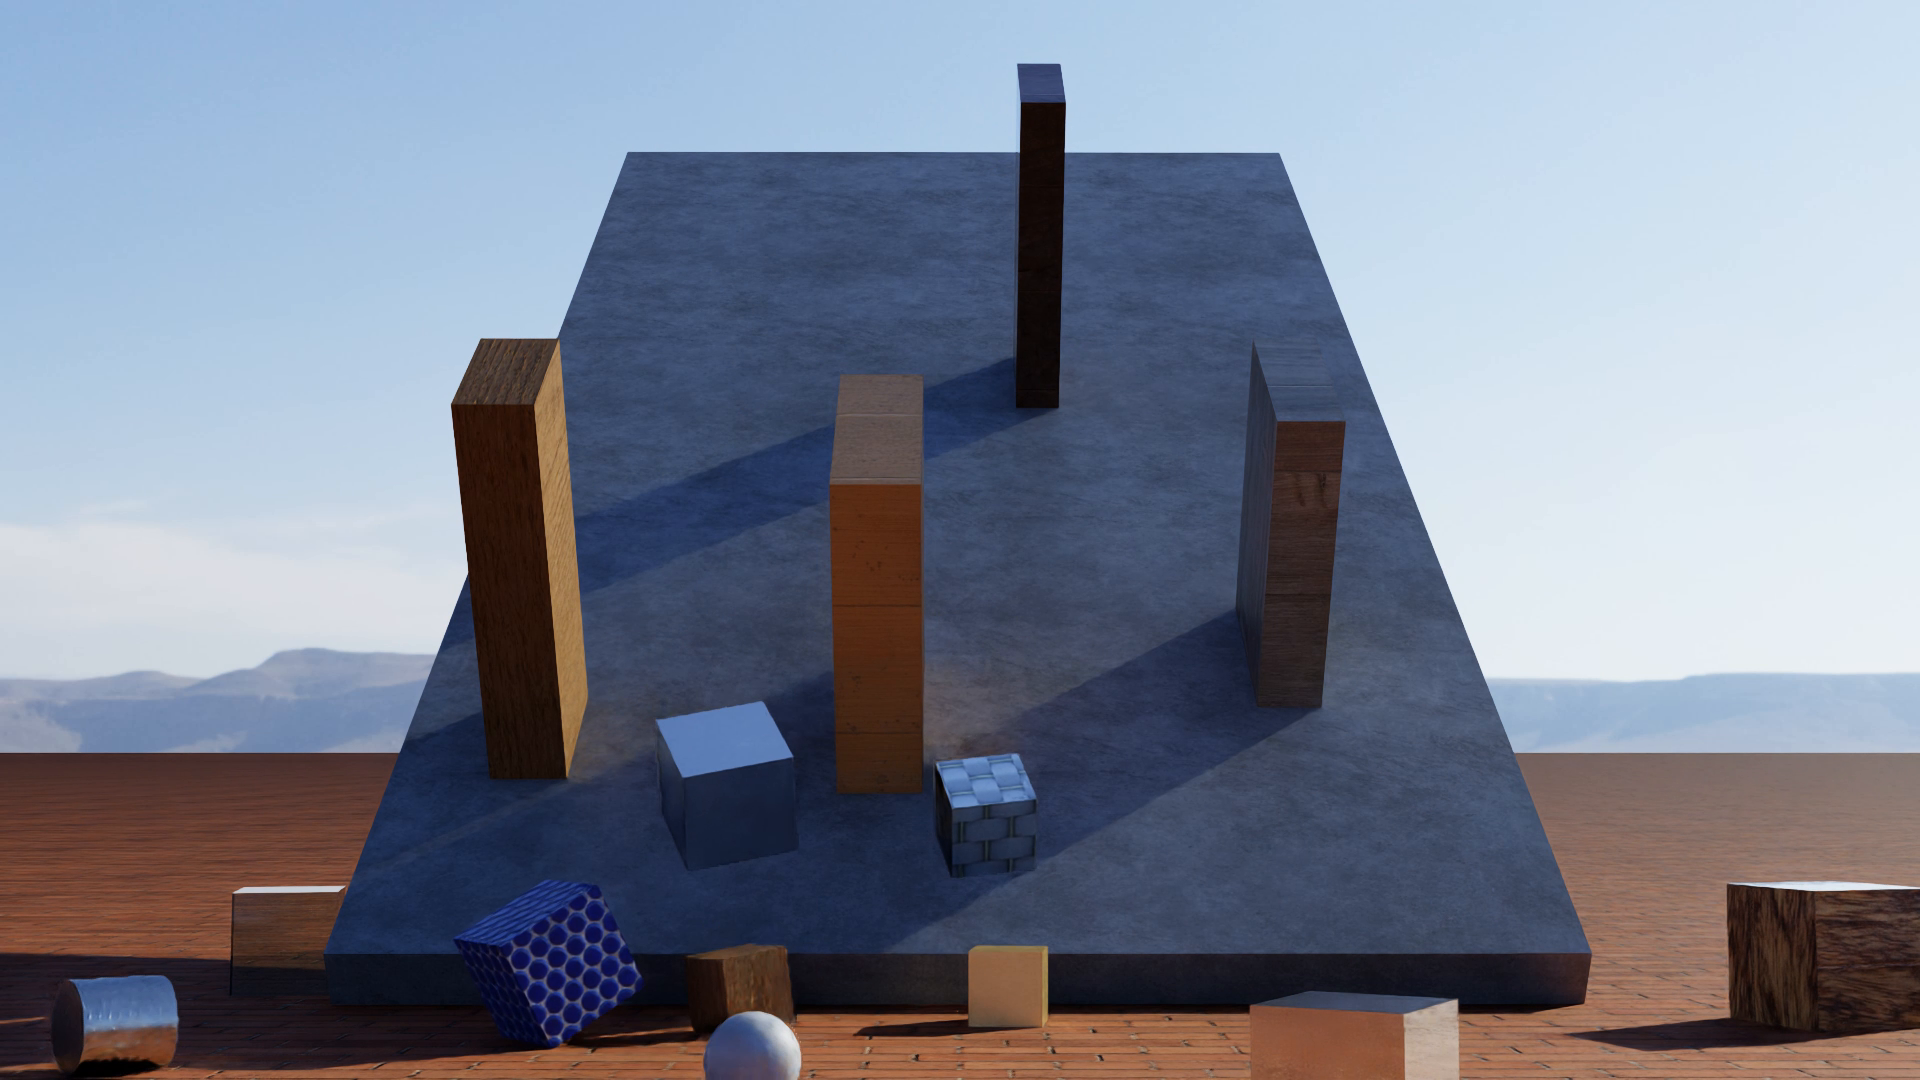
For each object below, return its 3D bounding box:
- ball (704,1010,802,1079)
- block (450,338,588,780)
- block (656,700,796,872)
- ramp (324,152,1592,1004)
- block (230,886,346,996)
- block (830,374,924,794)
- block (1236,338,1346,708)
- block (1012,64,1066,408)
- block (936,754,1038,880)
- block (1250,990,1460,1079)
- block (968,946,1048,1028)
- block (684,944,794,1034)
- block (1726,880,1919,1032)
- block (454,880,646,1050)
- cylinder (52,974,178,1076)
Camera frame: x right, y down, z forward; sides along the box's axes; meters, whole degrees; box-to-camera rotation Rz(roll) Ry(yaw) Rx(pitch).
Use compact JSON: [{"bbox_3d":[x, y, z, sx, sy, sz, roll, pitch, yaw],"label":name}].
[{"bbox_3d":[-0.235,0.590,2.693,0.111,0.111,0.111,0,-5,0],"label":"ball"},{"bbox_3d":[-0.760,0.037,4.145,0.135,0.722,0.279,0,27,0],"label":"block"},{"bbox_3d":[-0.394,0.413,4.001,0.187,0.187,0.187,-9,29,-17],"label":"block"},{"bbox_3d":[-0.011,-0.225,5.546,2.000,0.100,4.000,0,27,0],"label":"ramp"},{"bbox_3d":[-1.132,0.675,4.009,0.169,0.169,0.169,1,-5,-10],"label":"block"},{"bbox_3d":[-0.140,0.072,4.212,0.149,0.600,0.450,0,27,0],"label":"block"},{"bbox_3d":[0.611,-0.036,4.444,0.119,0.582,0.380,0,27,0],"label":"block"},{"bbox_3d":[0.183,-0.711,5.570,0.101,0.741,0.305,0,27,0],"label":"block"},{"bbox_3d":[0.042,0.460,3.964,0.142,0.142,0.142,-5,28,-10],"label":"block"},{"bbox_3d":[0.392,0.536,2.350,0.158,0.158,0.158,-3,-6,30],"label":"block"},{"bbox_3d":[0.073,0.664,3.543,0.109,0.109,0.109,-1,-5,6],"label":"block"},{"bbox_3d":[-0.318,0.647,3.427,0.107,0.107,0.107,-6,-3,-37],"label":"block"},{"bbox_3d":[1.297,0.619,3.555,0.202,0.202,0.202,2,-5,-19],"label":"block"},{"bbox_3d":[-0.574,0.590,3.322,0.162,0.162,0.162,-31,14,-33],"label":"block"},{"bbox_3d":[-1.070,0.614,3.011,0.118,0.118,0.118,4,-6,-39],"label":"cylinder"}]
